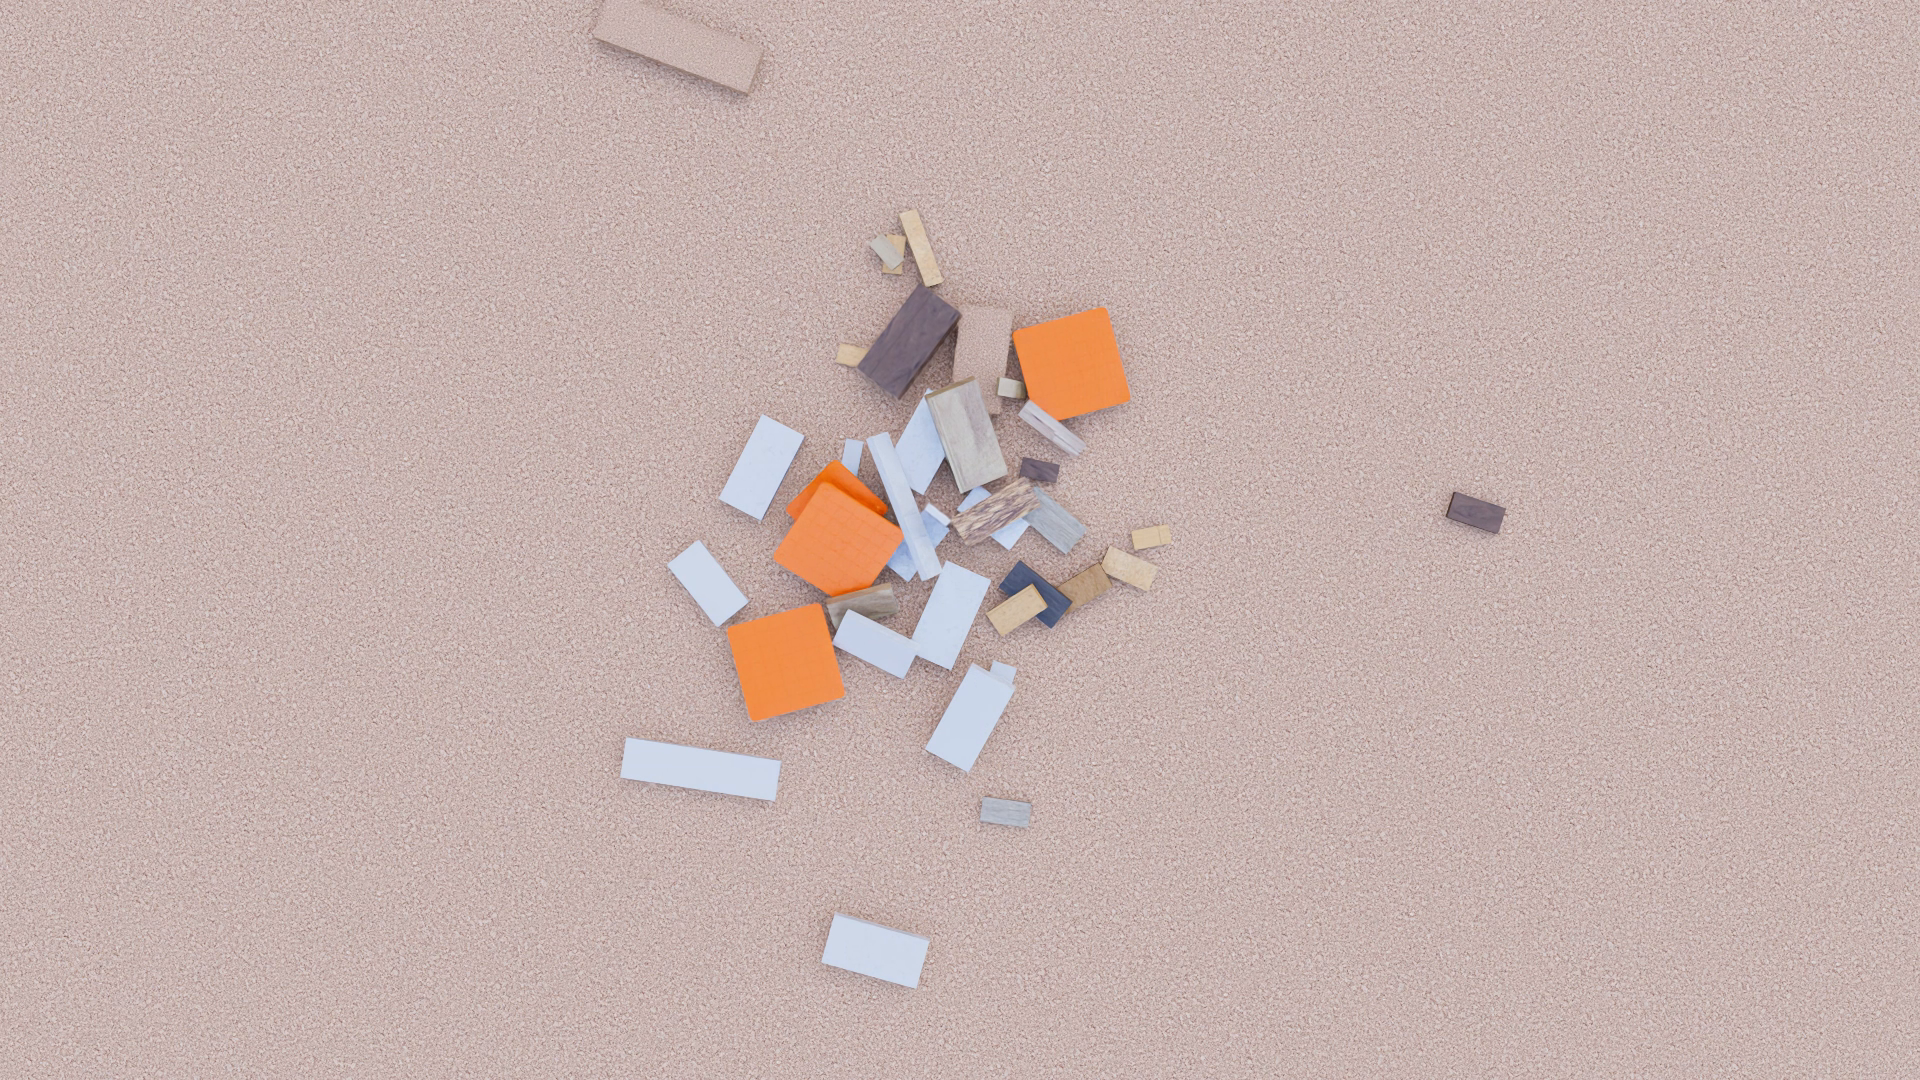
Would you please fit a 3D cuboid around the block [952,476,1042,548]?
[{"bbox_3d":[0.120,-0.092,5.453,0.281,0.032,0.112,-30,90,0],"label":"block"}]

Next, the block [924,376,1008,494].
[{"bbox_3d":[0.022,-0.344,5.399,0.173,0.049,0.346,-23,113,-7],"label":"block"}]

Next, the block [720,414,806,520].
[{"bbox_3d":[-0.656,-0.241,5.478,0.158,0.045,0.315,27,90,0],"label":"block"}]

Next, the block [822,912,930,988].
[{"bbox_3d":[-0.280,1.362,5.477,0.326,0.046,0.163,16,90,0],"label":"block"}]

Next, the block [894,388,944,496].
[{"bbox_3d":[-0.112,-0.326,5.451,0.158,0.045,0.315,30,100,0],"label":"block"}]

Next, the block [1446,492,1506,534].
[{"bbox_3d":[1.716,-0.090,5.487,0.177,0.025,0.089,18,90,0],"label":"block"}]

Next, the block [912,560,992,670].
[{"bbox_3d":[-0.037,0.249,5.477,0.163,0.046,0.326,24,90,0],"label":"block"}]

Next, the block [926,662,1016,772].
[{"bbox_3d":[0.034,0.586,5.440,0.163,0.046,0.326,28,103,0],"label":"block"}]

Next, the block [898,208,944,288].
[{"bbox_3d":[-0.131,-0.968,5.482,0.064,0.018,0.260,-20,90,-17],"label":"block"}]

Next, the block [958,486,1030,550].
[{"bbox_3d":[0.110,-0.076,5.484,0.221,0.031,0.110,38,90,0],"label":"block"}]

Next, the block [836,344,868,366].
[{"bbox_3d":[-0.343,-0.609,5.491,0.128,0.018,0.064,13,90,0],"label":"block"}]

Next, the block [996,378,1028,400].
[{"bbox_3d":[0.170,-0.501,5.459,0.116,0.016,0.058,7,90,-36],"label":"block"}]

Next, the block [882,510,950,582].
[{"bbox_3d":[-0.146,0.019,5.484,0.110,0.031,0.221,39,90,0],"label":"block"}]

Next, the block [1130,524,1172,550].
[{"bbox_3d":[0.636,-0.010,5.491,0.126,0.018,0.063,-11,90,0],"label":"block"}]

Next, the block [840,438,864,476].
[{"bbox_3d":[-0.360,-0.275,5.492,0.058,0.016,0.116,11,90,0],"label":"block"}]

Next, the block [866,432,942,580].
[{"bbox_3d":[-0.181,-0.111,5.407,0.026,0.093,0.498,-20,93,34],"label":"block"}]

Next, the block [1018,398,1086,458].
[{"bbox_3d":[0.304,-0.367,5.449,0.249,0.018,0.063,36,106,-16],"label":"block"}]

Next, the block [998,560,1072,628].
[{"bbox_3d":[0.251,0.180,5.467,0.224,0.032,0.112,39,100,4],"label":"block"}]

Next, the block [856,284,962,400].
[{"bbox_3d":[-0.166,-0.654,5.441,0.173,0.049,0.347,37,90,10],"label":"block"}]

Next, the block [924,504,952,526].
[{"bbox_3d":[-0.072,-0.081,5.400,0.089,0.201,0.025,39,90,0],"label":"block"}]

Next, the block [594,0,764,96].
[{"bbox_3d":[-0.932,-1.646,5.478,0.543,0.045,0.158,20,90,0],"label":"block"}]

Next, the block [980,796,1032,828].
[{"bbox_3d":[0.151,0.904,5.489,0.162,0.023,0.081,8,90,0],"label":"block"}]

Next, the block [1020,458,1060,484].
[{"bbox_3d":[0.265,-0.232,5.491,0.126,0.018,0.063,12,90,0],"label":"block"}]

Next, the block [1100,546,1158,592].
[{"bbox_3d":[0.560,0.096,5.487,0.177,0.025,0.089,24,90,0],"label":"block"}]

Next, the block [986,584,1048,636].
[{"bbox_3d":[0.188,0.231,5.456,0.185,0.026,0.093,-34,92,19],"label":"block"}]

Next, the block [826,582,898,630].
[{"bbox_3d":[-0.322,0.217,5.453,0.221,0.031,0.110,-15,129,0],"label":"block"}]

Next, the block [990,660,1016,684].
[{"bbox_3d":[0.124,0.488,5.466,0.081,0.023,0.162,19,90,0],"label":"block"}]

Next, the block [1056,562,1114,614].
[{"bbox_3d":[0.405,0.161,5.473,0.185,0.026,0.093,-31,90,8],"label":"block"}]

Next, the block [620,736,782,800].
[{"bbox_3d":[-0.859,0.760,5.481,0.517,0.038,0.133,9,90,0],"label":"block"}]

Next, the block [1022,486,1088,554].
[{"bbox_3d":[0.302,-0.066,5.484,0.224,0.032,0.112,41,90,0],"label":"block"}]

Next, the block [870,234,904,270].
[{"bbox_3d":[-0.242,-0.956,5.474,0.058,0.016,0.116,-41,90,0],"label":"block"}]

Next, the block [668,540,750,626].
[{"bbox_3d":[-0.835,0.144,5.481,0.133,0.038,0.266,-39,90,0],"label":"block"}]

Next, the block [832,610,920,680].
[{"bbox_3d":[-0.278,0.344,5.448,0.266,0.038,0.133,26,123,0],"label":"block"}]

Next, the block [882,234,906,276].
[{"bbox_3d":[-0.219,-0.950,5.491,0.064,0.018,0.128,7,90,0],"label":"block"}]

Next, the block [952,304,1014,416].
[{"bbox_3d":[0.069,-0.597,5.475,0.173,0.049,0.346,7,90,0],"label":"block"}]
